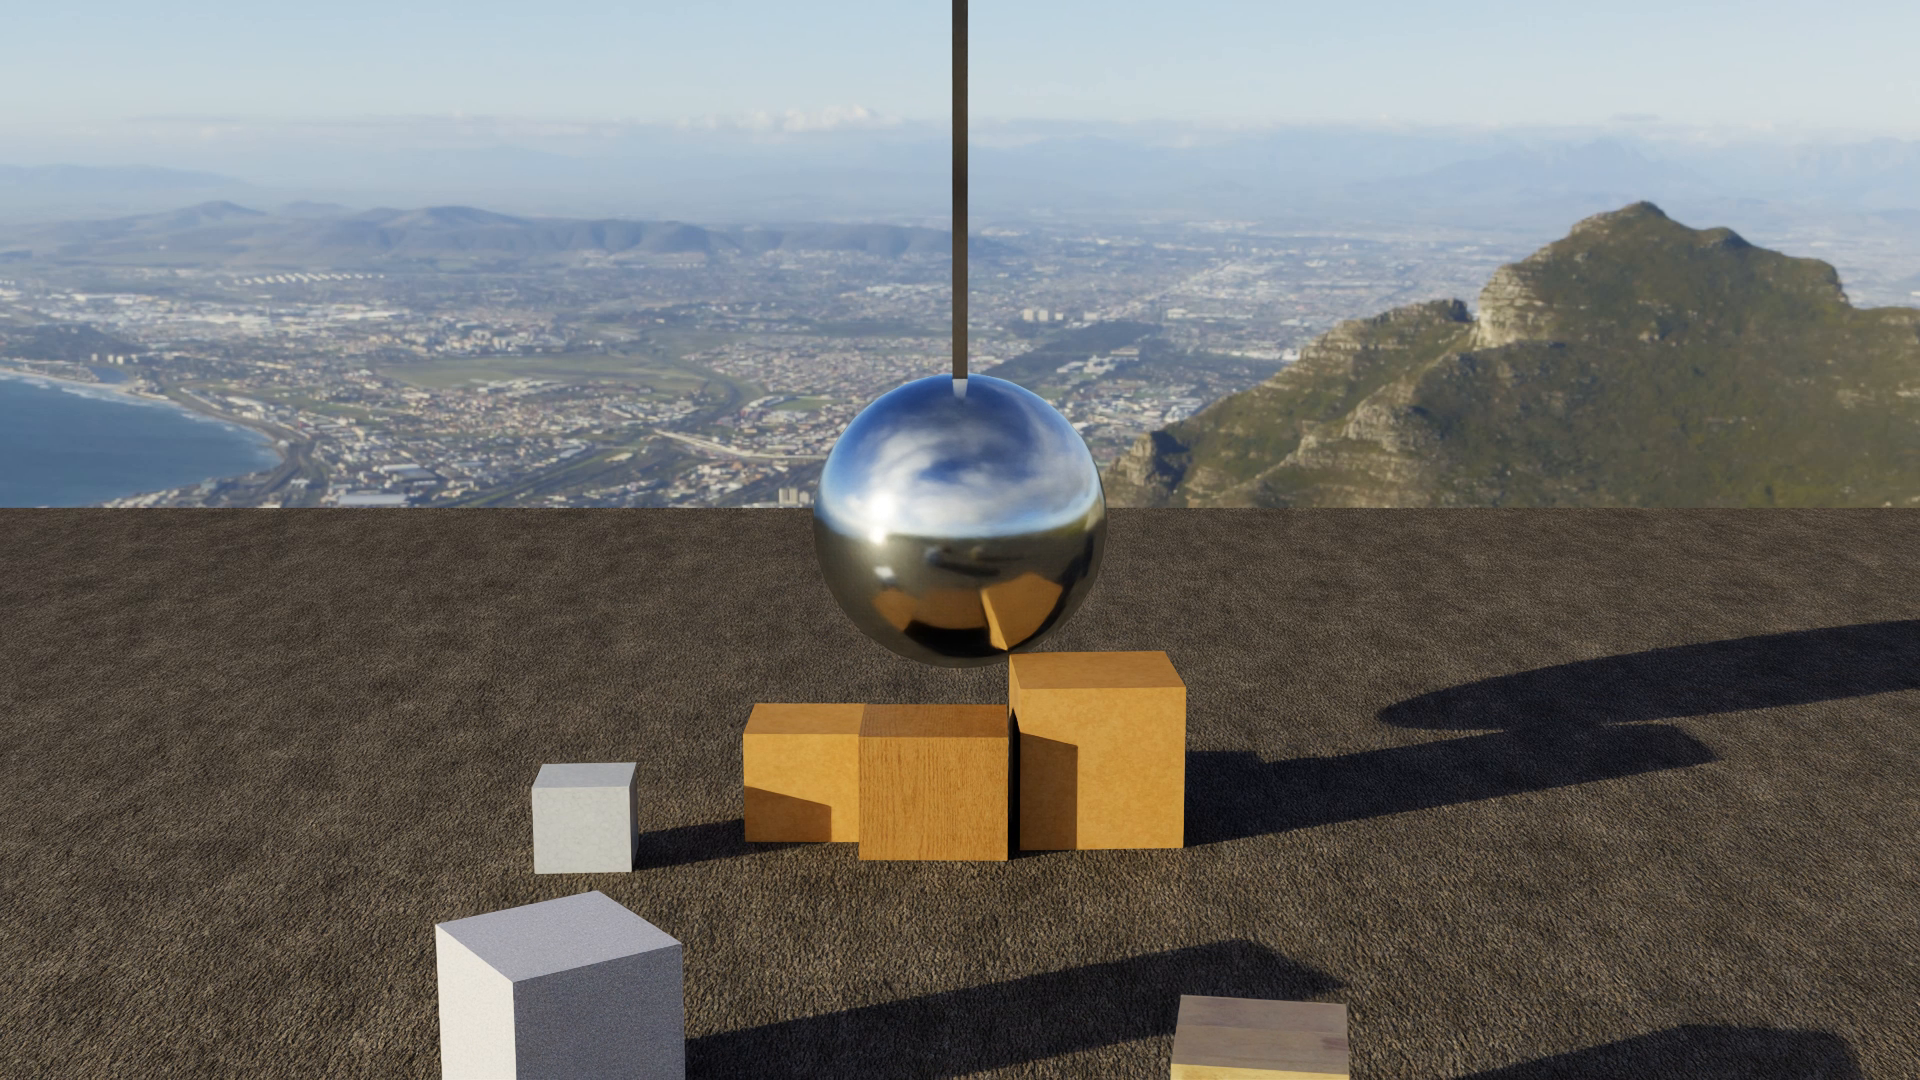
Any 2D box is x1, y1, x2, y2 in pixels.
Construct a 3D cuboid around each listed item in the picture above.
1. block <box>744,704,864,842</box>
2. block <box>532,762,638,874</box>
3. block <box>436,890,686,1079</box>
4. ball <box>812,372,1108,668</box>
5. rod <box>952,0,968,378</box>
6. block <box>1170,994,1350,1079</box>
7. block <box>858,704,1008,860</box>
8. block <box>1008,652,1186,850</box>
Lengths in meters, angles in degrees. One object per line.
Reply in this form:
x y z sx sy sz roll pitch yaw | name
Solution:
-0.791 1.198 11.399 0.593 0.564 0.612 0 10 0 | block
-1.842 1.367 10.845 0.466 0.430 0.417 -1 10 -3 | block
-1.459 1.757 8.029 0.650 0.671 0.690 -7 13 -34 | block
0.000 -0.105 11.918 1.600 1.600 1.600 0 10 0 | ball
0.000 -3.349 10.900 0.080 5.200 0.080 0 17 0 | rod
1.012 1.926 7.432 0.570 0.551 0.594 2 10 9 | block
-0.129 1.217 11.118 0.733 0.628 0.632 0 10 1 | block
0.692 1.072 11.346 0.823 0.831 0.785 0 10 -3 | block
